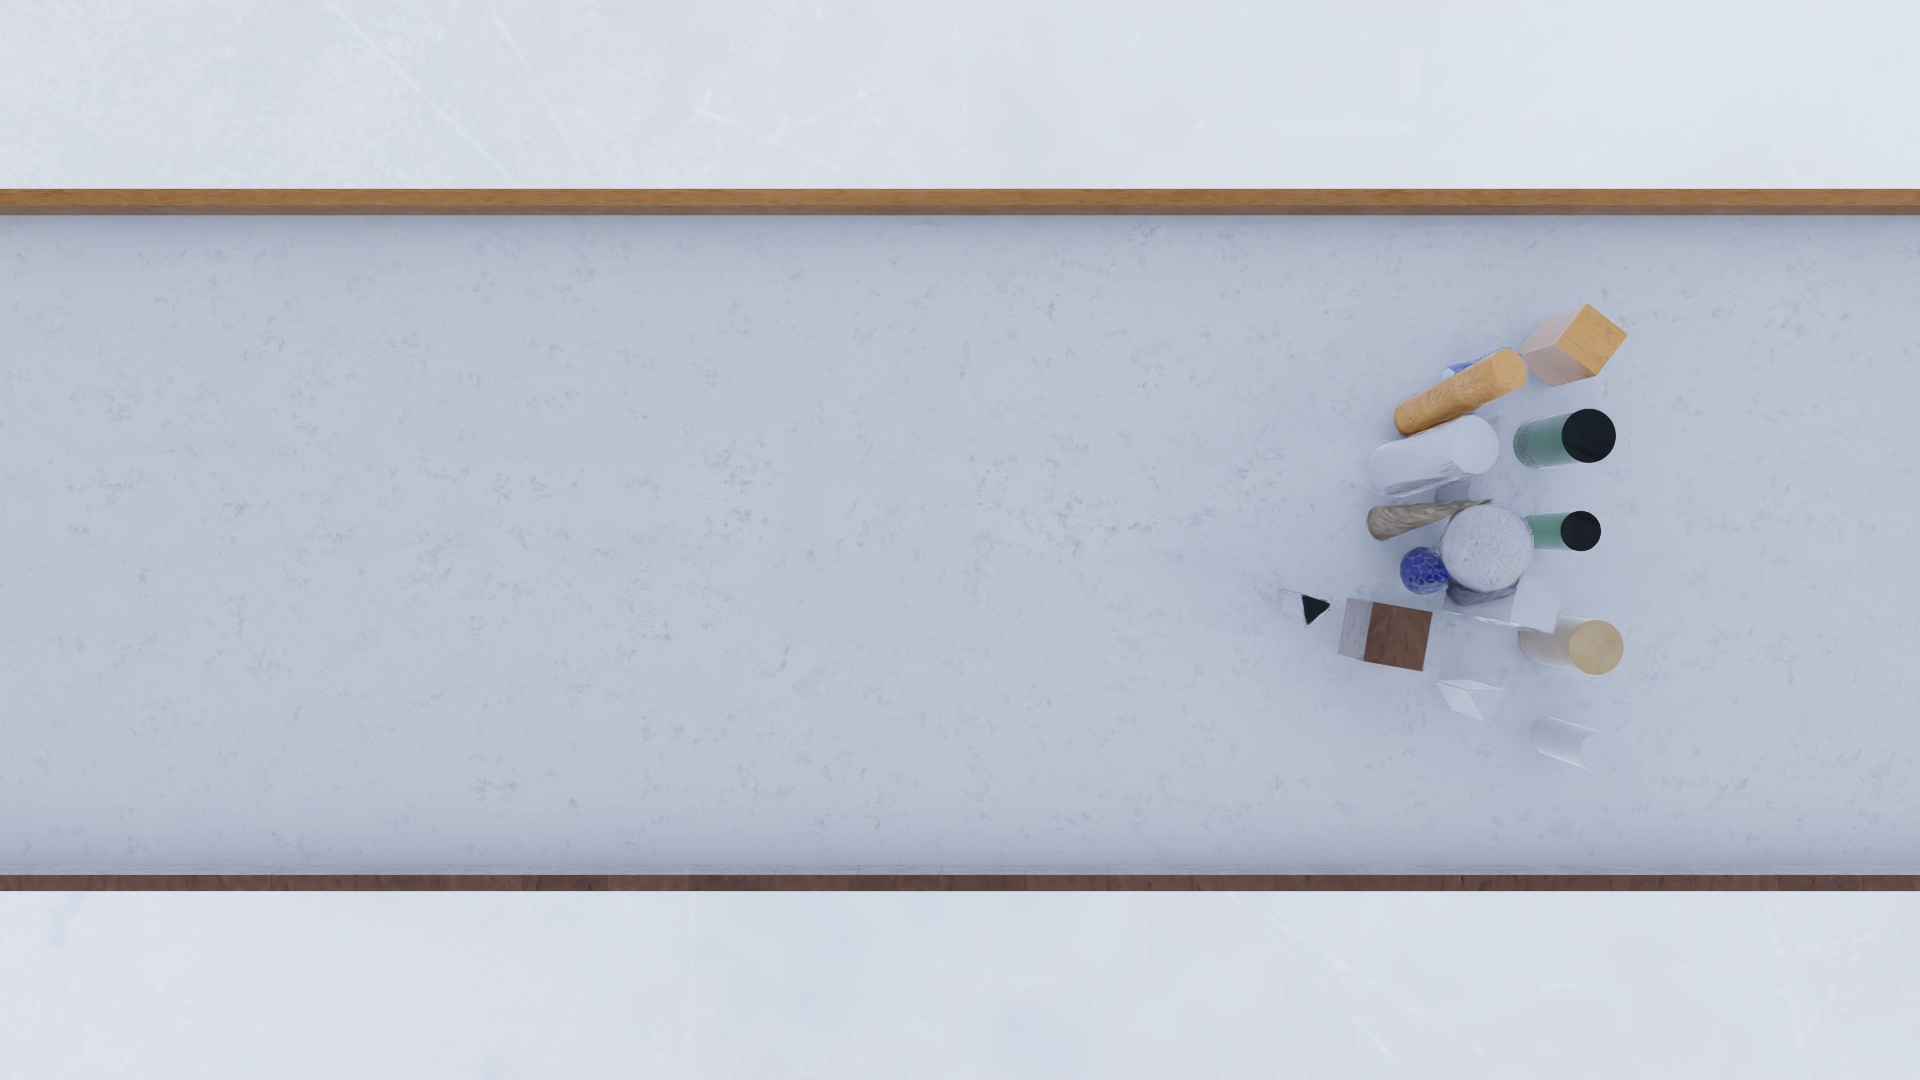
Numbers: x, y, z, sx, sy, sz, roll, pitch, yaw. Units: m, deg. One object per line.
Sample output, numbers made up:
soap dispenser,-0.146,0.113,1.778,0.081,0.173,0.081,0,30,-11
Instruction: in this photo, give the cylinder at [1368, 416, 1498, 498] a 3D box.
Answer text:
cylinder,1.388,-0.241,4.855,0.169,0.410,0.169,3,81,-18

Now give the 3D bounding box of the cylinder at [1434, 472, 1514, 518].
cylinder,1.530,-0.132,4.921,0.132,0.308,0.132,0,89,-1

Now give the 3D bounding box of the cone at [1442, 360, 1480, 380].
cone,1.566,-0.497,4.869,0.139,0.400,0.139,1,85,-6

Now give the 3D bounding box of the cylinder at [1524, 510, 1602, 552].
cylinder,1.780,-0.026,4.902,0.117,0.348,0.117,0,90,0

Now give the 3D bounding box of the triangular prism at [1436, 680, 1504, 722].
triangular prism,1.529,0.455,4.915,0.091,0.322,0.105,-31,90,0

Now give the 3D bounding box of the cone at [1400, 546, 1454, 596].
cone,1.436,0.097,4.918,0.152,0.310,0.152,0,91,-3

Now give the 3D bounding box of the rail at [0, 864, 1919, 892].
rail,-2.247,1.025,5.001,12.000,0.150,0.050,0,90,0

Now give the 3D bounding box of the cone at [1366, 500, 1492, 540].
cone,1.402,-0.083,4.859,0.108,0.450,0.108,6,79,-31

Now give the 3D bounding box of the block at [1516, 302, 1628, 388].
block,1.805,-0.574,4.894,0.149,0.365,0.149,38,90,0

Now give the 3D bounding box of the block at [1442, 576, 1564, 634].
block,1.590,0.174,4.852,0.136,0.433,0.136,15,90,-9

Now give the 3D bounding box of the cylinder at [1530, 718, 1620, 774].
cylinder,1.815,0.603,4.877,0.117,0.398,0.117,0,90,0

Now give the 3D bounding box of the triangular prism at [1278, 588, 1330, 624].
triangular prism,1.002,0.181,4.891,0.088,0.370,0.076,-41,90,1

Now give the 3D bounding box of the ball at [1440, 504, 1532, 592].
ball,1.474,0.022,4.623,0.248,0.248,0.248,0,90,0

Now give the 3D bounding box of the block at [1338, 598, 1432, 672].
block,1.263,0.279,4.916,0.174,0.321,0.174,10,90,0

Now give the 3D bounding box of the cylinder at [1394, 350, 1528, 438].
cylinder,1.462,-0.423,4.846,0.121,0.456,0.121,6,73,-21

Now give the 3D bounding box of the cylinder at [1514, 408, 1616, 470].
cylinder,1.779,-0.295,4.872,0.155,0.410,0.155,0,90,0

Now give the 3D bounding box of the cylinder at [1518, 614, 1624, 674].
cylinder,1.796,0.303,4.866,0.156,0.421,0.156,0,90,0

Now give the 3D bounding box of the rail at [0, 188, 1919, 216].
rail,-2.247,-1.025,5.002,12.000,0.150,0.050,0,90,0
